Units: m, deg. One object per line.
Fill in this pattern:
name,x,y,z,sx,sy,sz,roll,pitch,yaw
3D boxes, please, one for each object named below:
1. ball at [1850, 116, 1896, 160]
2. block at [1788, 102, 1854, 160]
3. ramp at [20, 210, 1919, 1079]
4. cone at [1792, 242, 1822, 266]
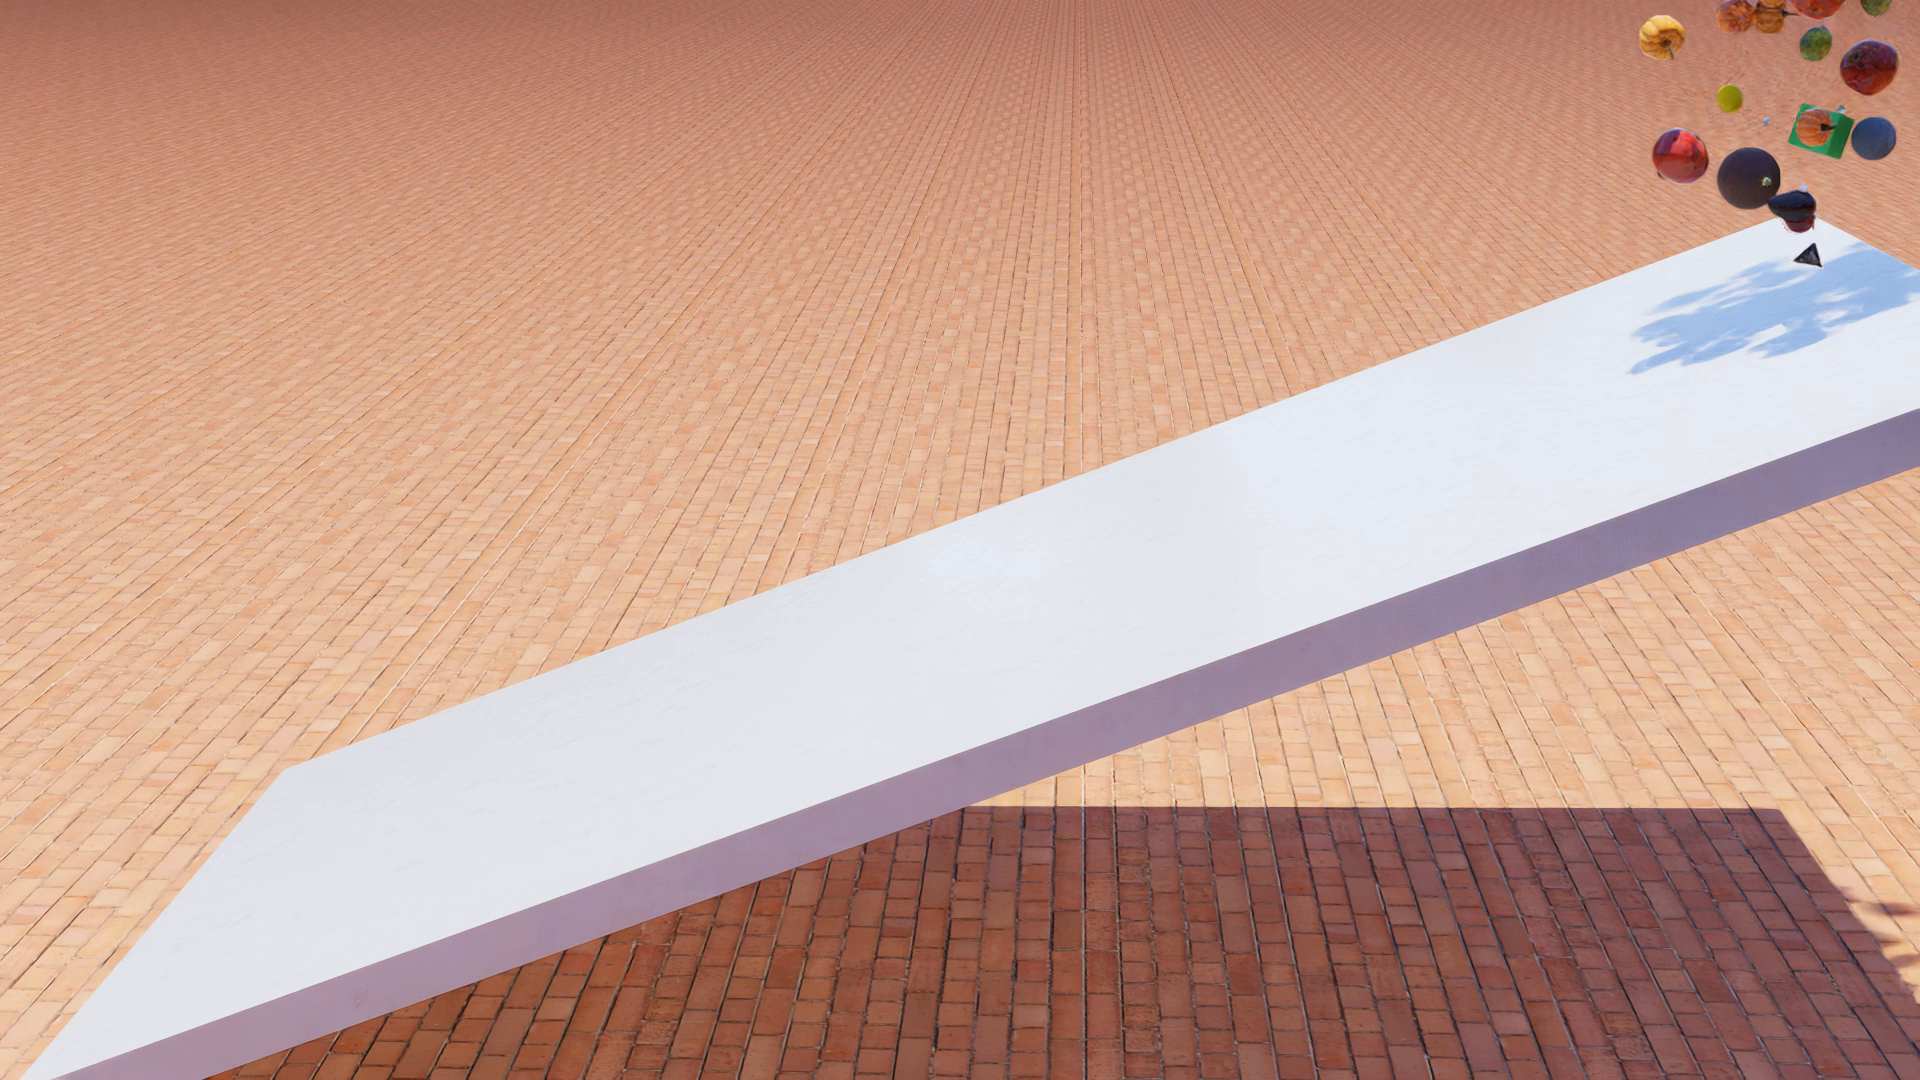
ball,1.900,-0.835,6.115,0.091,0.091,0.091,0,13,0
block,1.788,-0.848,6.105,0.087,0.087,0.087,25,13,33
ramp,0.120,0.175,6.293,4.000,0.100,2.000,-20,12,7
cone,1.689,-0.564,5.880,0.053,0.053,0.053,-15,8,20
